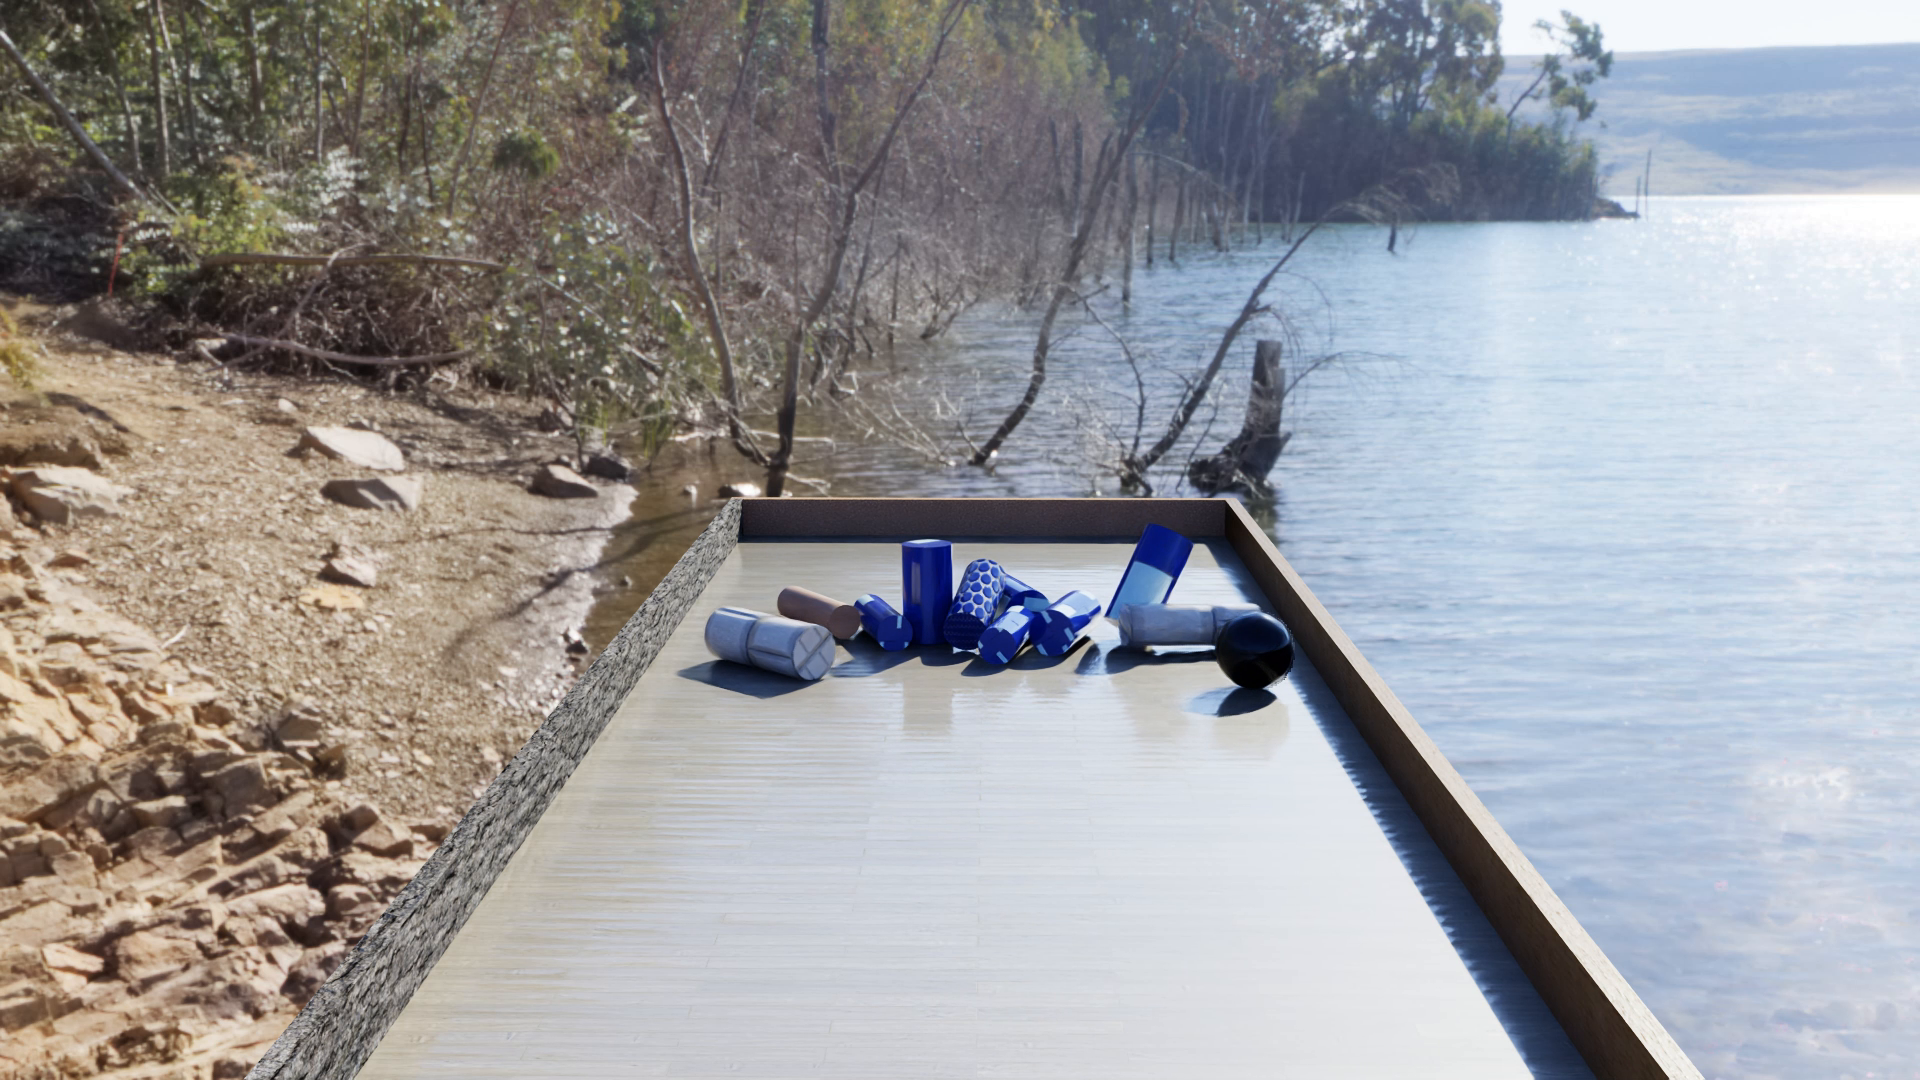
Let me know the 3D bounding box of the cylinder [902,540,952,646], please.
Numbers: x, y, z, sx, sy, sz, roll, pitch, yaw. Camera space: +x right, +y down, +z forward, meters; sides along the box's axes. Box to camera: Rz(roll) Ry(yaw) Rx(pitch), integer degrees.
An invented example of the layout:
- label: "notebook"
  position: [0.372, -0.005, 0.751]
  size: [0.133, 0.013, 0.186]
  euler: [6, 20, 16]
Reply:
- label: "cylinder"
  position: [-0.102, 0.166, 6.957]
  size: [0.160, 0.313, 0.160]
  euler: [-1, 9, 0]

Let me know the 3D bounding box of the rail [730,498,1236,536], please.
- label: "rail"
  position: [0.099, -0.098, 9.147]
  size: [2.100, 0.150, 0.050]
  euler: [0, 9, 1]

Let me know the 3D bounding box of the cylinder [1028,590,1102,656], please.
- label: "cylinder"
  position: [0.334, 0.258, 6.915]
  size: [0.145, 0.145, 0.354]
  euler: [3, 9, 17]

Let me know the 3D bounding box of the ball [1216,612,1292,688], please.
- label: "ball"
  position: [0.843, 0.316, 6.309]
  size: [0.221, 0.221, 0.221]
  euler: [0, 9, 0]

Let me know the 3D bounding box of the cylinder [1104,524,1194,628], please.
- label: "cylinder"
  position: [0.600, 0.132, 6.995]
  size: [0.166, 0.332, 0.166]
  euler: [25, -9, 4]

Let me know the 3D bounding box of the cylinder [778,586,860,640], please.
- label: "cylinder"
  position: [-0.464, 0.234, 7.179]
  size: [0.111, 0.111, 0.395]
  euler: [-5, 10, -29]

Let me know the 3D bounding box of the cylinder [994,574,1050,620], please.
- label: "cylinder"
  position: [0.172, 0.209, 7.190]
  size: [0.156, 0.156, 0.356]
  euler: [-3, 9, -15]

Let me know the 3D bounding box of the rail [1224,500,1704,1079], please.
- label: "rail"
  position: [1.046, 0.843, 3.208]
  size: [0.050, 0.150, 12.000]
  euler: [0, 9, 1]

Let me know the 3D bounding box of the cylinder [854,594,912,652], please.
- label: "cylinder"
  position: [-0.249, 0.261, 6.993]
  size: [0.115, 0.115, 0.370]
  euler: [-2, 9, -14]

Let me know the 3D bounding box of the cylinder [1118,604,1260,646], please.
- label: "cylinder"
  position: [0.718, 0.265, 6.852]
  size: [0.428, 0.132, 0.132]
  euler: [1, 9, -14]

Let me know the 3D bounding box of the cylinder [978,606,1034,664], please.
- label: "cylinder"
  position: [0.148, 0.292, 6.799]
  size: [0.116, 0.116, 0.360]
  euler: [2, 9, 11]

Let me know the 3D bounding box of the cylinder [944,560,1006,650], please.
- label: "cylinder"
  position: [0.049, 0.202, 6.953]
  size: [0.138, 0.138, 0.340]
  euler: [2, 29, 12]

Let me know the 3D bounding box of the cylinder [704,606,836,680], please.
- label: "cylinder"
  position: [-0.570, 0.304, 6.571]
  size: [0.162, 0.162, 0.425]
  euler: [-8, 12, -43]

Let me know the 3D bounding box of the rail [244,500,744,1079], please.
- label: "rail"
  position: [-1.004, 0.839, 3.234]
  size: [0.050, 0.150, 12.000]
  euler: [0, 9, 1]
